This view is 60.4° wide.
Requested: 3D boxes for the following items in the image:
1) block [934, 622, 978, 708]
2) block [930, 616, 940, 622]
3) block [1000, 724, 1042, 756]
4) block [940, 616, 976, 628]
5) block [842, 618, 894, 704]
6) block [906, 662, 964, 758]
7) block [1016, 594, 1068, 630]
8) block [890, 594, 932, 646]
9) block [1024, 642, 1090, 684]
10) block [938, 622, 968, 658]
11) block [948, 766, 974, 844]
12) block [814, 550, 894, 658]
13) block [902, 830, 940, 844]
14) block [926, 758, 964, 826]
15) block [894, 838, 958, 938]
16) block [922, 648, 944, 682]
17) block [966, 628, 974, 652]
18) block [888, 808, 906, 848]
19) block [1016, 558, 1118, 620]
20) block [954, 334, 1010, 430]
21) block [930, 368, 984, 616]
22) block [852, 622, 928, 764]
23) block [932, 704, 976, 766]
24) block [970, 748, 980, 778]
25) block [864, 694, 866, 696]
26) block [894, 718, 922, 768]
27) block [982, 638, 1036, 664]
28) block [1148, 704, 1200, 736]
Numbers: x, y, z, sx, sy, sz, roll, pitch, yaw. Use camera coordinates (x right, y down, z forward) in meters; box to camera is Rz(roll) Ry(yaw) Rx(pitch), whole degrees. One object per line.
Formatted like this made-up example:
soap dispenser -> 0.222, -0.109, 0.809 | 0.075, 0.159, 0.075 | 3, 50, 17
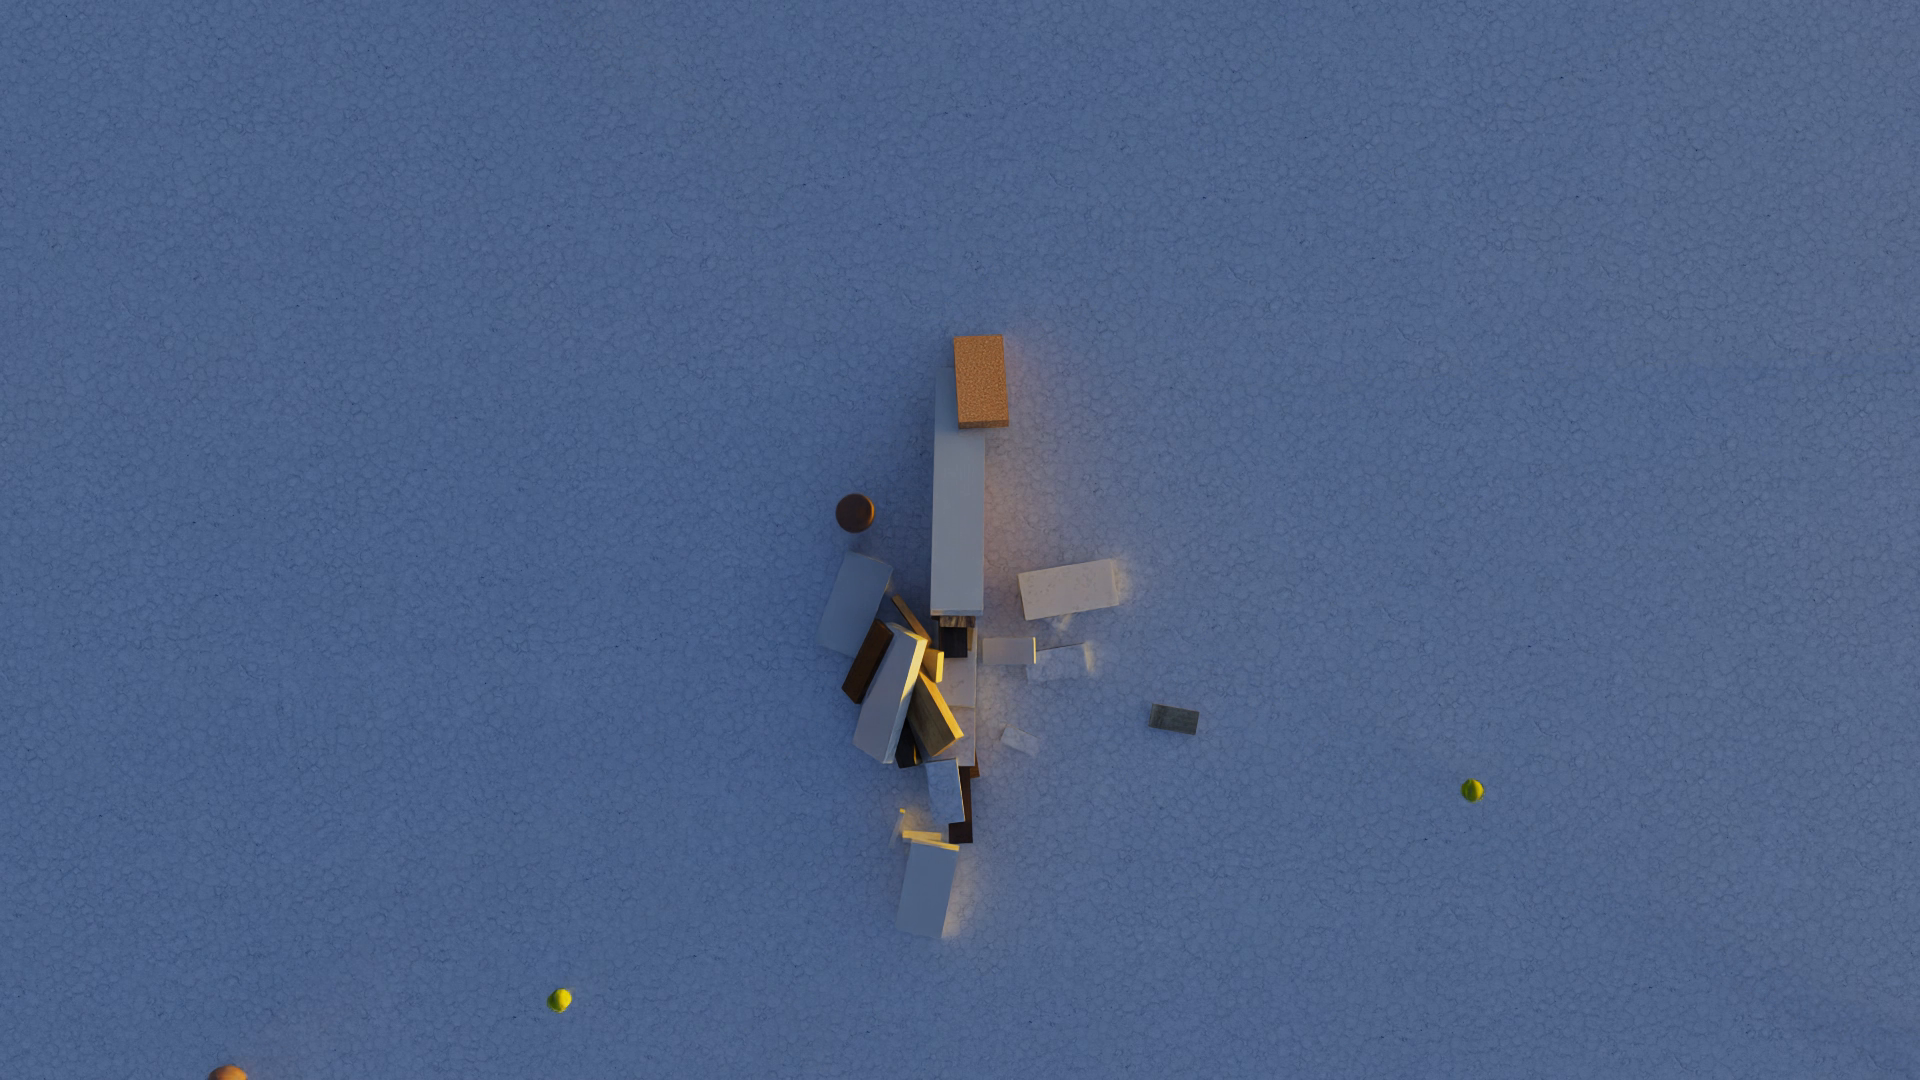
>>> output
block -> -0.017, 0.411, 5.442 | 0.140, 0.040, 0.280 | 2, 74, 0
block -> -0.029, 0.157, 5.391 | 0.110, 0.031, 0.220 | 6, 81, 1
block -> 0.201, 0.667, 5.491 | 0.125, 0.018, 0.063 | 24, 90, 0
block -> -0.002, 0.180, 5.279 | 0.113, 0.032, 0.227 | 2, 126, -4
block -> -0.304, 0.399, 5.417 | 0.086, 0.024, 0.280 | 43, 116, 38
block -> -0.109, 0.552, 5.375 | 0.140, 0.040, 0.280 | -42, 72, 39
block -> 0.278, 0.212, 5.488 | 0.172, 0.024, 0.086 | 37, 90, 0
block -> -0.159, 0.265, 5.450 | 0.028, 0.098, 0.196 | -36, 90, -5
block -> 0.319, 0.410, 5.485 | 0.205, 0.029, 0.103 | -9, 90, 0
block -> -0.024, 0.293, 5.400 | 0.093, 0.026, 0.185 | -1, 82, 0
block -> -0.006, 0.760, 5.443 | 0.078, 0.022, 0.476 | -3, 79, 1
block -> -0.354, 0.214, 5.477 | 0.162, 0.046, 0.325 | 20, 90, 0
block -> -0.127, 0.987, 5.468 | 0.125, 0.063, 0.018 | 4, 102, 0
block -> -0.048, 0.821, 5.384 | 0.103, 0.029, 0.205 | -7, 91, 1
block -> -0.110, 1.148, 5.445 | 0.157, 0.044, 0.313 | 11, 102, 0
block -> -0.139, 0.396, 5.418 | 0.196, 0.028, 0.098 | 13, 104, 39
block -> 0.000, 0.271, 5.448 | 0.093, 0.026, 0.185 | 5, 70, 1
block -> -0.211, 0.958, 5.469 | 0.018, 0.063, 0.125 | 18, 90, 0
block -> 0.356, 0.164, 5.458 | 0.313, 0.044, 0.157 | -9, 85, -5
block -> 0.069, -0.520, 5.408 | 0.162, 0.046, 0.325 | -3, 64, -1
block -> -0.003, -0.167, 5.290 | 0.162, 0.046, 0.869 | 1, 64, 1
block -> -0.231, 0.499, 5.390 | 0.157, 0.044, 0.430 | 26, 105, 40
block -> -0.021, 0.605, 5.442 | 0.140, 0.040, 0.280 | 0, 79, 1
block -> 0.015, 0.716, 5.489 | 0.078, 0.022, 0.157 | -10, 90, 0
block -> -0.265, 0.422, 5.462 | 0.098, 0.028, 0.196 | 5, 100, 9
block -> -0.196, 0.649, 5.450 | 0.029, 0.103, 0.205 | -20, 90, -37
block -> 0.163, 0.368, 5.469 | 0.172, 0.024, 0.086 | -1, 90, 13
block -> 0.712, 0.597, 5.489 | 0.157, 0.022, 0.078 | 10, 90, 0
